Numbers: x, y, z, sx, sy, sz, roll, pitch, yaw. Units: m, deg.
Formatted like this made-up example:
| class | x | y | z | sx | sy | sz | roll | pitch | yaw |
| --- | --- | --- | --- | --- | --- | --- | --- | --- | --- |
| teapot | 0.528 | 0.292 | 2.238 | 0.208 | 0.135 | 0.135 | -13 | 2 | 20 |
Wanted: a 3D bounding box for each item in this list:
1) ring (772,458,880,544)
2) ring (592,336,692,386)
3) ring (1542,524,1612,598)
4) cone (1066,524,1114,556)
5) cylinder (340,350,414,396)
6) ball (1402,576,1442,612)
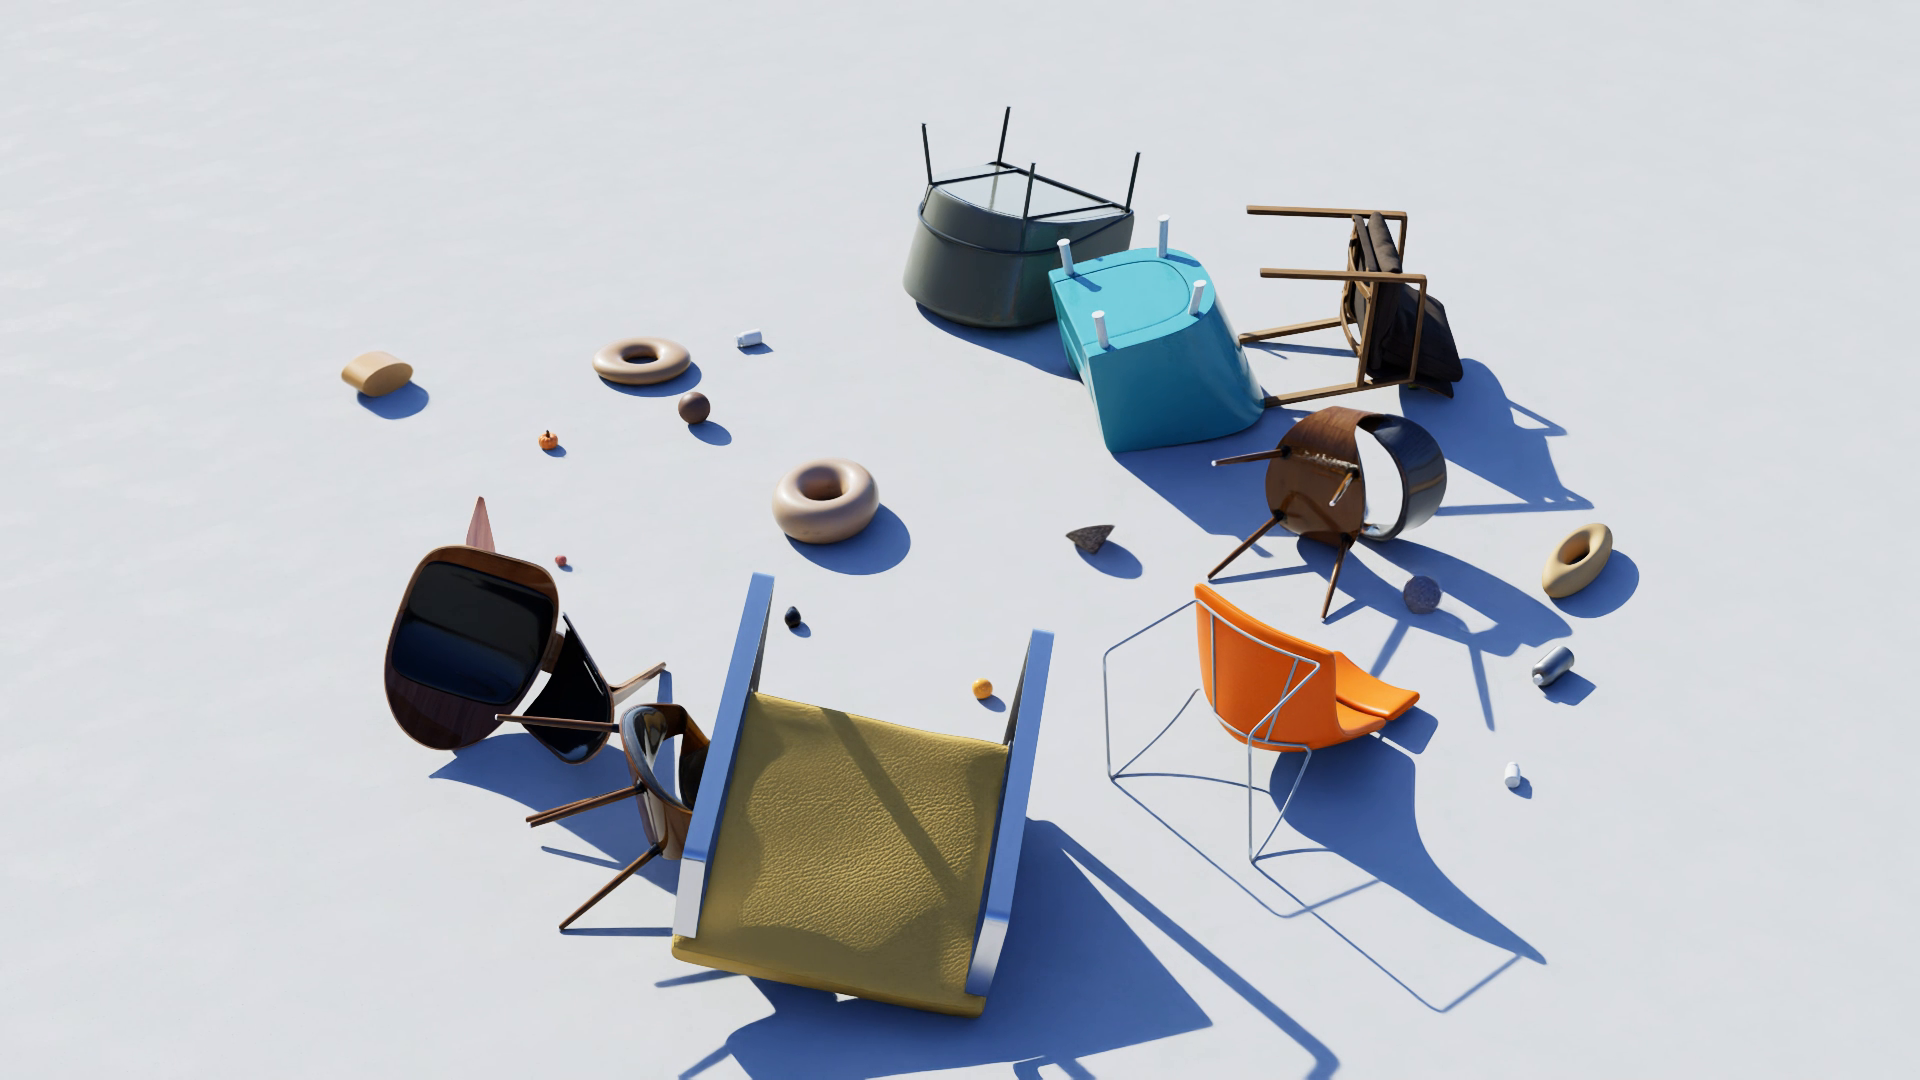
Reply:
| class | x | y | z | sx | sy | sz | roll | pitch | yaw |
| --- | --- | --- | --- | --- | --- | --- | --- | --- | --- |
| ring | -0.505 | -0.150 | 11.028 | 0.404 | 0.163 | 0.478 | 5 | 33 | 9 |
| ring | -1.302 | -0.734 | 11.993 | 0.407 | 0.075 | 0.349 | 1 | 33 | 2 |
| ring | 2.262 | 0.073 | 10.736 | 0.184 | 0.108 | 0.483 | 18 | 38 | 29 |
| cone | 0.491 | 0.012 | 10.867 | 0.188 | 0.094 | 0.181 | -12 | -11 | 8 |
| cylinder | -2.355 | -0.674 | 11.848 | 0.144 | 0.128 | 0.252 | 28 | 37 | 35 |
| ball | 1.658 | 0.194 | 10.526 | 0.136 | 0.136 | 0.136 | 0 | 33 | 0 |
